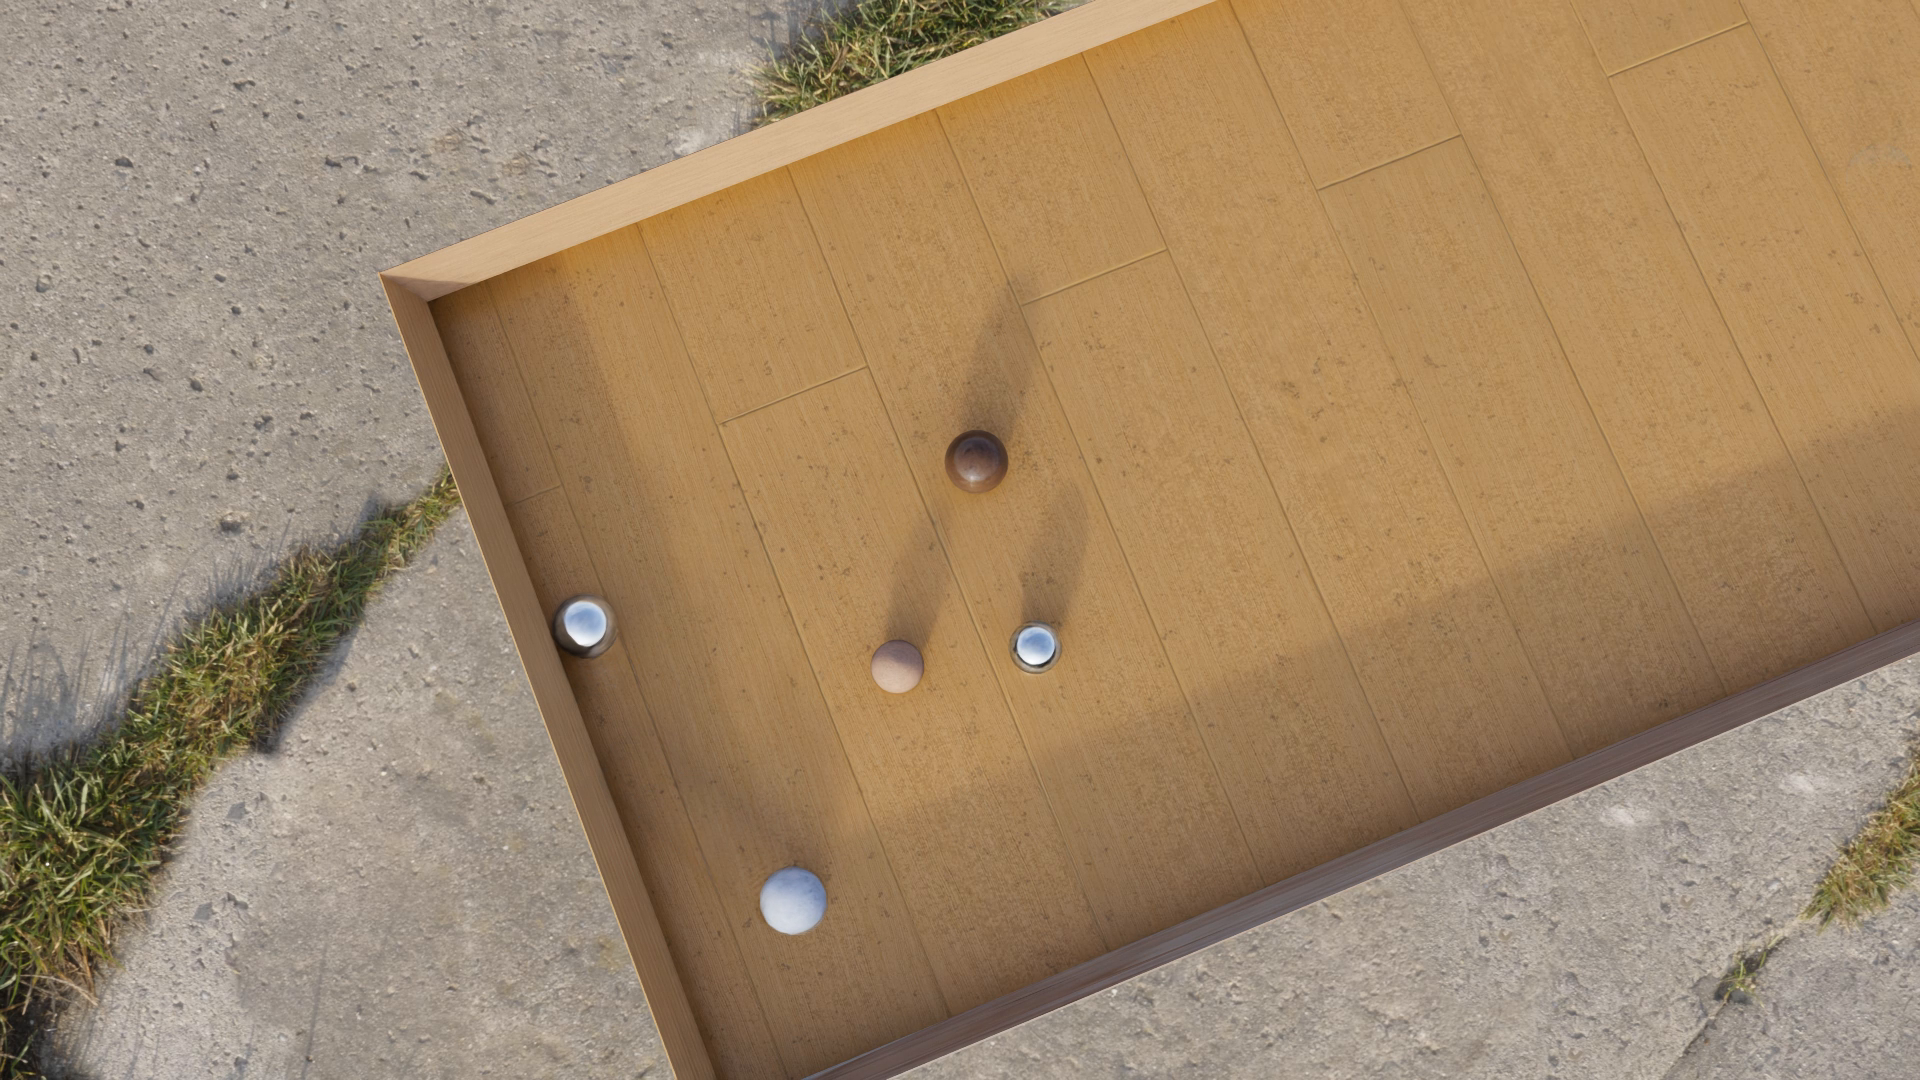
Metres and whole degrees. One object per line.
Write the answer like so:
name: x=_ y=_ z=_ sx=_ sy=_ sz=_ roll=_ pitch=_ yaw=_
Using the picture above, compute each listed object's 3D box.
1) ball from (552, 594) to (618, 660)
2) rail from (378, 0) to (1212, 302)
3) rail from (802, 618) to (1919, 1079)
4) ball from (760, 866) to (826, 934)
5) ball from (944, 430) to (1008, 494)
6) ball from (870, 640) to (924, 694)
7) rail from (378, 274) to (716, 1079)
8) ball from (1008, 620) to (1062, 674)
ball: x=-0.554 y=0.128 z=3.253 sx=0.097 sy=0.097 sz=0.097 roll=0 pitch=79 yaw=0
rail: x=0.362 y=-0.850 z=3.422 sx=2.634 sy=0.126 sz=0.045 roll=-22 pitch=80 yaw=-4
rail: x=0.859 y=0.358 z=3.194 sx=2.634 sy=0.126 sz=0.045 roll=-22 pitch=80 yaw=-4
ball: x=-0.242 y=0.521 z=3.179 sx=0.096 sy=0.096 sz=0.096 roll=0 pitch=79 yaw=0
ball: x=0.025 y=-0.117 z=3.300 sx=0.096 sy=0.096 sz=0.096 roll=0 pitch=79 yaw=0
ball: x=-0.093 y=0.187 z=3.251 sx=0.080 sy=0.080 sz=0.080 roll=0 pitch=79 yaw=0
rail: x=-0.589 y=0.230 z=3.218 sx=0.045 sy=0.126 sz=1.373 roll=-22 pitch=80 yaw=-4
ball: x=0.112 y=0.159 z=3.256 sx=0.080 sy=0.080 sz=0.080 roll=0 pitch=79 yaw=0
